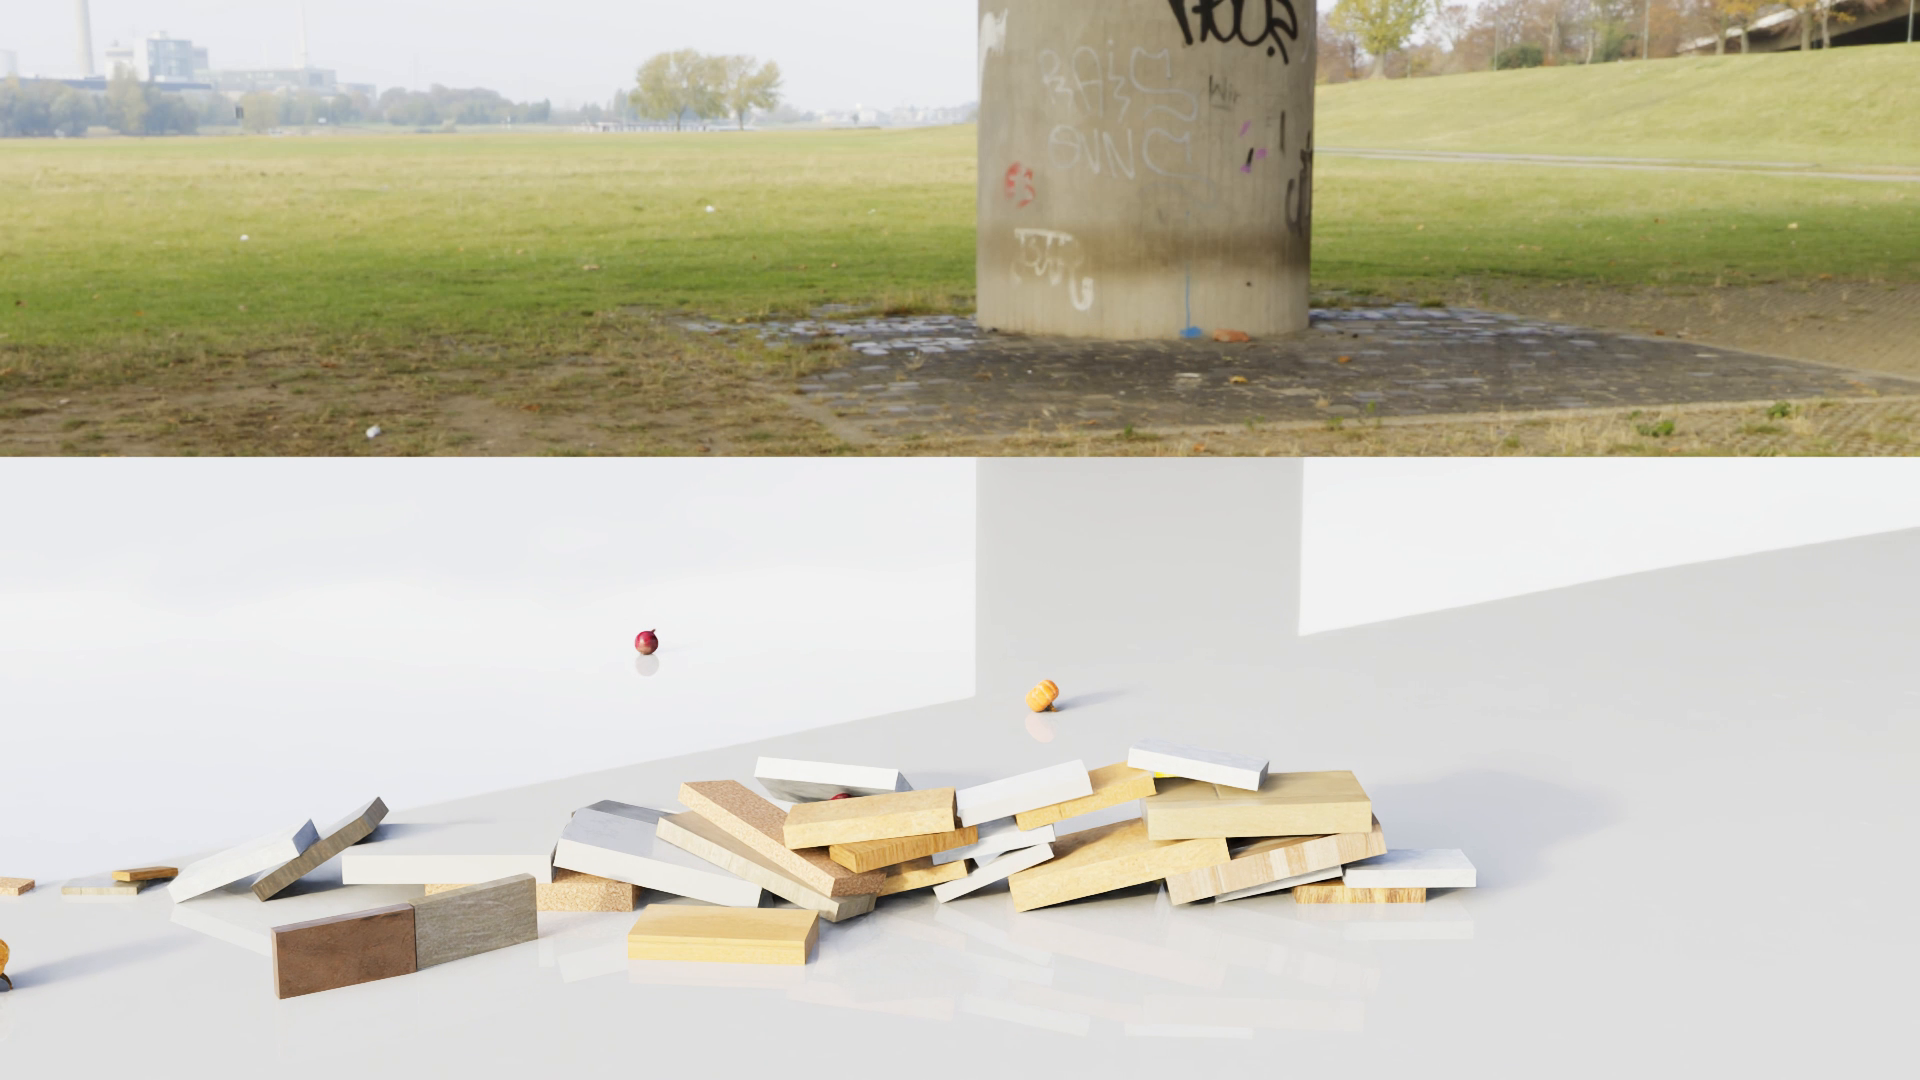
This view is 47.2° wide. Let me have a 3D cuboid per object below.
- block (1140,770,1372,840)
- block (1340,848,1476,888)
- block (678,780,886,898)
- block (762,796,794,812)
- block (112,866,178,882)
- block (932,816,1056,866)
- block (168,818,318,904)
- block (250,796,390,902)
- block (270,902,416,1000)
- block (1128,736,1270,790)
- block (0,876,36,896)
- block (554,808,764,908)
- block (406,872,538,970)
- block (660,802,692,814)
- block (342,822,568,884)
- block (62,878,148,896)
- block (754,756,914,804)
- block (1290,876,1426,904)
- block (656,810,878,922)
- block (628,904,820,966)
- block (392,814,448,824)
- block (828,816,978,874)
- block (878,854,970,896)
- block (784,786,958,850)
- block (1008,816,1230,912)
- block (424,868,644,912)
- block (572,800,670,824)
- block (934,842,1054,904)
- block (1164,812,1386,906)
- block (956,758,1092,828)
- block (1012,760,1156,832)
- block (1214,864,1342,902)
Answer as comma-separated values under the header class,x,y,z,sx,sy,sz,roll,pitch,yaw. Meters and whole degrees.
class,x,y,z,sx,sy,sz,roll,pitch,yaw
block,0.480,0.434,3.614,0.357,0.051,0.179,-2,10,0
block,0.740,0.546,3.659,0.211,0.030,0.106,0,11,-2
block,-0.302,0.495,3.678,0.116,0.033,0.407,3,15,-46
block,-0.347,0.496,3.928,0.231,0.033,0.116,7,12,35
block,-1.376,0.563,3.715,0.047,0.013,0.095,-1,-2,34
block,0.054,0.488,3.643,0.203,0.029,0.102,-12,11,2
block,-1.194,0.534,3.667,0.224,0.032,0.112,-21,10,3
block,-1.067,0.515,3.671,0.224,0.032,0.112,-32,9,5
block,-0.917,0.611,3.275,0.204,0.102,0.029,-6,12,-31
block,0.396,0.370,3.647,0.217,0.031,0.108,9,8,15
block,-1.608,0.580,3.688,0.095,0.013,0.047,2,11,12
block,-0.489,0.529,3.655,0.337,0.048,0.169,13,11,-1
block,-0.753,0.588,3.401,0.204,0.102,0.029,-8,13,-38
block,-0.447,0.509,4.030,0.187,0.027,0.094,7,13,35
block,-0.834,0.520,3.655,0.338,0.048,0.169,0,11,0
block,-1.433,0.580,3.683,0.125,0.013,0.047,0,11,0
block,-0.229,0.456,4.080,0.275,0.039,0.137,3,-25,18
block,0.660,0.574,3.672,0.212,0.030,0.106,0,11,-1
block,-0.321,0.533,3.628,0.377,0.032,0.112,20,12,29
block,-0.367,0.615,3.429,0.275,0.039,0.137,1,11,6
block,-0.955,0.532,3.910,0.094,0.027,0.187,-3,11,-18
block,-0.092,0.490,3.576,0.217,0.031,0.108,-11,9,-25
block,-0.086,0.550,3.658,0.203,0.029,0.102,-14,11,7
block,-0.145,0.456,3.613,0.275,0.039,0.137,-7,8,3
block,0.259,0.524,3.655,0.357,0.051,0.179,-14,10,3
block,-0.701,0.566,3.665,0.338,0.048,0.169,0,11,1
block,-0.607,0.513,4.012,0.187,0.027,0.094,7,12,32
block,0.056,0.536,3.659,0.203,0.029,0.102,-23,10,5
block,0.512,0.511,3.655,0.357,0.051,0.179,-14,10,2
block,0.104,0.415,3.613,0.217,0.031,0.108,-15,9,-1
block,0.199,0.420,3.638,0.231,0.033,0.116,-15,10,-4
block,0.523,0.550,3.669,0.212,0.030,0.106,-13,10,4
